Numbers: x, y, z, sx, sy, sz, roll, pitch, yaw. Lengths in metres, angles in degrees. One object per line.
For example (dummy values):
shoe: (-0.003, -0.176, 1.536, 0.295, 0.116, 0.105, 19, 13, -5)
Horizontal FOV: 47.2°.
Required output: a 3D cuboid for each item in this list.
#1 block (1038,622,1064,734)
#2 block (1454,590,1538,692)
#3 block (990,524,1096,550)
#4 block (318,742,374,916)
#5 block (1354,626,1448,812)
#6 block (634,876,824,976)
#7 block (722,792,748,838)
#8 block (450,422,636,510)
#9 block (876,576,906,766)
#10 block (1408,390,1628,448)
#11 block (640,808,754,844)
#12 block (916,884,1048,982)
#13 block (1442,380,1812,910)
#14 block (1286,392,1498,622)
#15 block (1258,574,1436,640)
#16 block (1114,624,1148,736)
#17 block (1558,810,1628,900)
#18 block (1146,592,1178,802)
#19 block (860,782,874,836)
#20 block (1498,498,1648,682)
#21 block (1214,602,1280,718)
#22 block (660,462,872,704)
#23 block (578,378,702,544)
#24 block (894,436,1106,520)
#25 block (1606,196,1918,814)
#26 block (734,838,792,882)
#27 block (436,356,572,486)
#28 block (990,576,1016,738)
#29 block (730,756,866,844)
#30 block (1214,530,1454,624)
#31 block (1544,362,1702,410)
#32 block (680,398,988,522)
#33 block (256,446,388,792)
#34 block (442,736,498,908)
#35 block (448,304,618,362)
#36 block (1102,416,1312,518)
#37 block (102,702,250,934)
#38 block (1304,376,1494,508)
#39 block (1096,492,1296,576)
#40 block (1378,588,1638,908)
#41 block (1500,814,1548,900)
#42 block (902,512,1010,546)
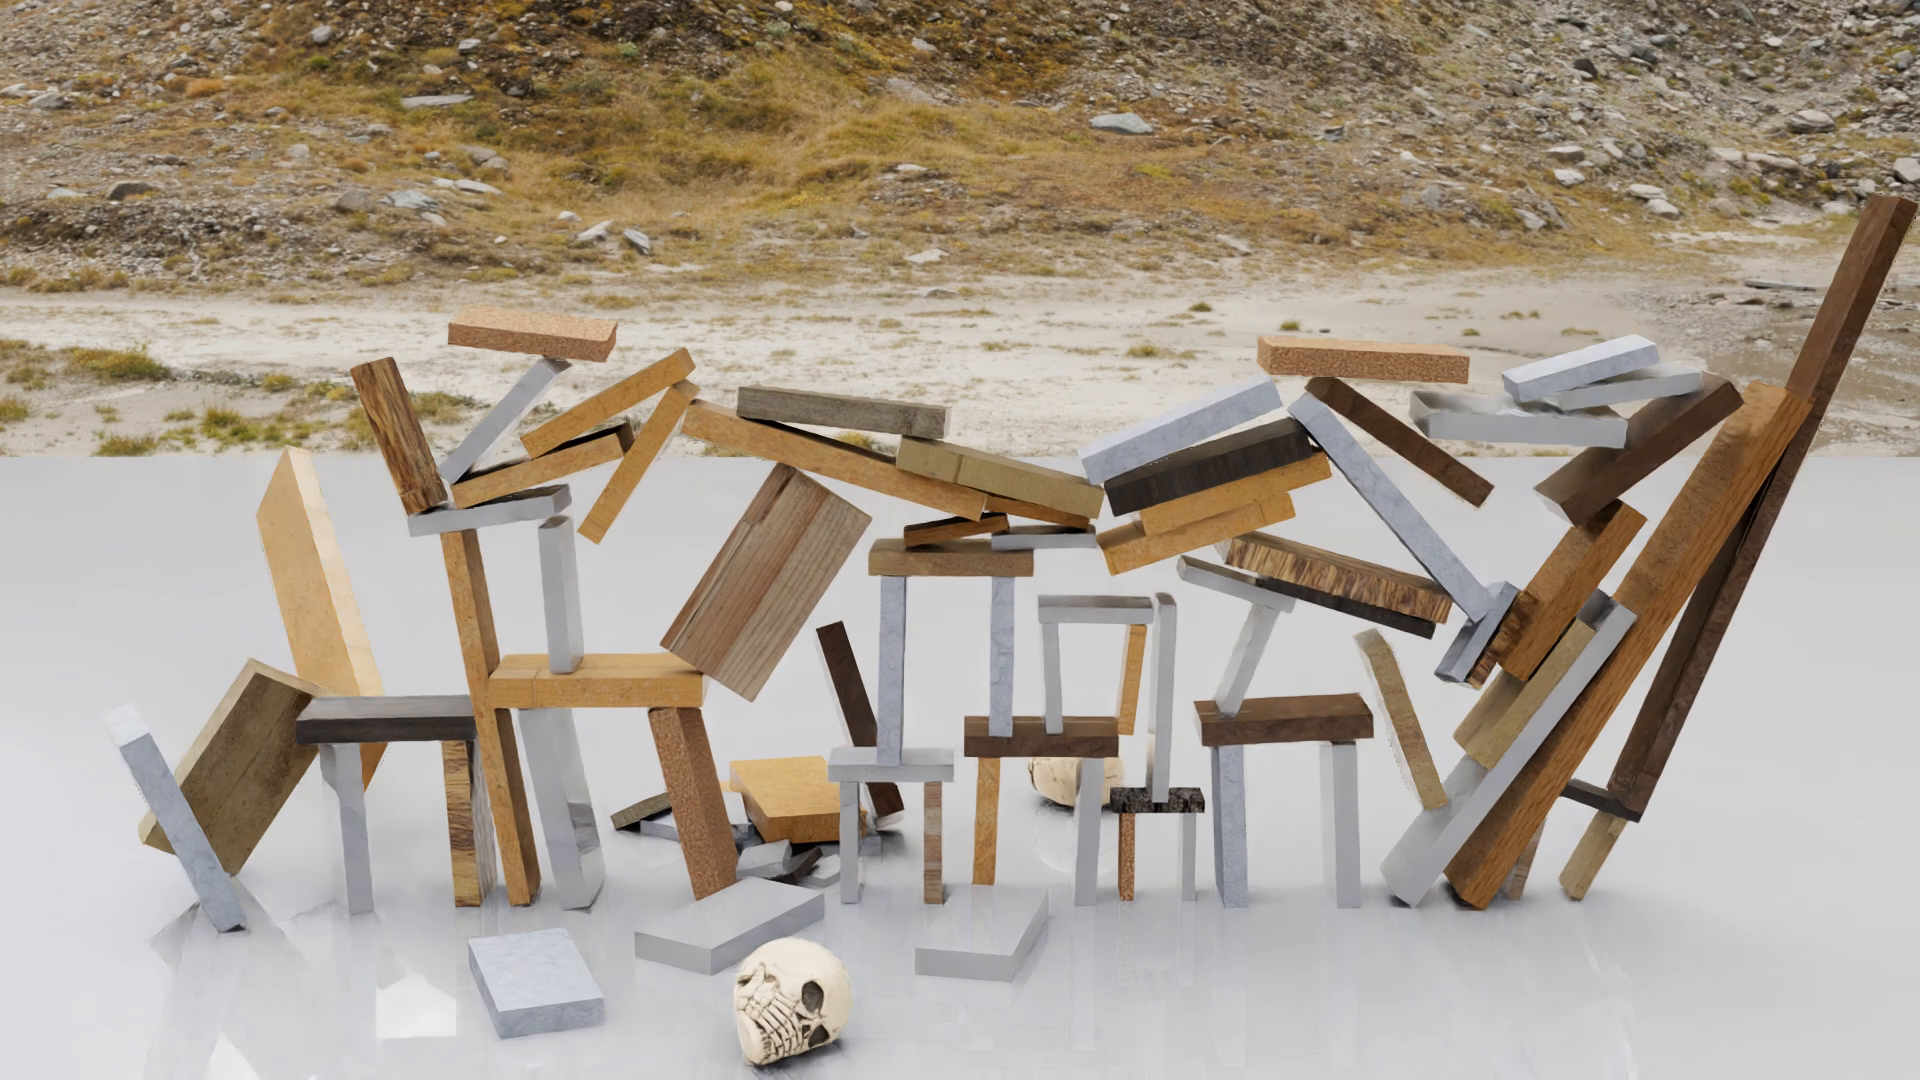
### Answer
block: (0.148, 0.216, 3.595, 0.026, 0.185, 0.092, -3, 11, -2)
block: (0.870, 0.162, 3.595, 0.025, 0.178, 0.089, 34, -3, -7)
block: (0.135, -0.005, 3.566, 0.169, 0.024, 0.085, -1, 11, 2)
block: (-1.009, 0.457, 3.609, 0.040, 0.282, 0.141, -7, 13, -26)
block: (0.722, 0.293, 3.611, 0.040, 0.280, 0.140, -21, 11, 4)
block: (-0.360, 0.606, 3.469, 0.148, 0.042, 0.297, 6, 12, 31)
block: (-0.435, 0.496, 3.955, 0.094, 0.027, 0.188, -2, 11, -9)
block: (-0.669, -0.121, 3.542, 0.279, 0.040, 0.140, -18, 10, 4)
block: (-0.112, 0.201, 3.605, 0.037, 0.314, 0.132, 2, 11, 0)
block: (0.891, -0.194, 3.525, 0.310, 0.044, 0.155, 3, 16, -2)
block: (-0.475, 0.520, 3.970, 0.188, 0.027, 0.094, 7, 13, 33)
block: (0.038, 0.611, 3.440, 0.148, 0.042, 0.297, 2, 11, 13)
block: (1.074, 0.172, 3.589, 0.046, 0.958, 0.162, 30, 9, -5)
block: (0.693, -0.055, 3.542, 0.046, 0.429, 0.163, -41, 10, 7)
block: (0.628, 0.100, 3.581, 0.284, 0.025, 0.089, 17, 10, -3)
block: (0.279, 0.218, 3.598, 0.026, 0.184, 0.092, 6, 11, 0)
block: (1.052, 0.517, 3.659, 0.022, 0.153, 0.077, 26, 9, -5)
block: (0.330, 0.258, 3.608, 0.027, 0.331, 0.094, 1, 11, -2)
block: (-0.192, 0.501, 4.087, 0.081, 0.023, 0.265, 1, 11, 7)
block: (0.980, 0.072, 3.573, 0.046, 0.323, 0.162, 34, 9, -3)
block: (0.468, 0.188, 3.594, 0.027, 0.187, 0.094, 21, 10, -4)
block: (-0.313, 0.065, 3.550, 0.177, 0.355, 0.050, 33, 4, -5)
block: (-0.515, -0.130, 3.540, 0.040, 0.279, 0.140, 33, 9, -6)
block: (0.061, -0.106, 3.541, 0.331, 0.047, 0.166, 14, 6, -3)
block: (1.284, -0.052, 3.549, 0.031, 1.051, 0.111, 20, 10, -4)
block: (-0.334, 0.548, 3.749, 0.081, 0.023, 0.162, -13, 5, 1)
block: (-0.726, -0.195, 3.509, 0.035, 0.247, 0.123, 44, 10, -6)
block: (0.069, 0.177, 3.594, 0.037, 0.264, 0.132, 1, 11, 1)
block: (-0.301, 0.473, 4.027, 0.177, 0.050, 0.370, -2, 10, -16)
block: (0.605, 0.052, 3.579, 0.368, 0.044, 0.155, 15, 10, -3)
block: (1.057, -0.247, 3.517, 0.222, 0.031, 0.111, -8, 13, 1)
block: (-0.201, -0.131, 3.554, 0.491, 0.047, 0.166, 17, 6, -4)
block: (-1.235, 0.137, 4.238, 0.050, 0.177, 1.011, 16, 22, -33)
block: (-0.813, 0.450, 3.647, 0.040, 0.282, 0.141, -2, 11, 0)
block: (-0.679, -0.330, 3.504, 0.247, 0.035, 0.123, 6, 21, -3)
block: (0.393, -0.119, 3.541, 0.327, 0.046, 0.163, -17, 9, 4)
block: (-1.250, 0.441, 3.502, 0.050, 0.354, 0.177, -29, 24, -21)
block: (0.703, -0.167, 3.534, 0.310, 0.044, 0.155, 33, 9, -7)
block: (0.377, -0.022, 3.567, 0.310, 0.044, 0.155, -18, 10, 0)
block: (0.897, 0.339, 3.621, 0.040, 0.595, 0.140, 34, 9, -6)
block: (0.934, 0.514, 3.658, 0.022, 0.153, 0.076, 15, 10, -3)
block: (-0.006, -0.020, 3.572, 0.169, 0.024, 0.085, -10, 8, 3)
